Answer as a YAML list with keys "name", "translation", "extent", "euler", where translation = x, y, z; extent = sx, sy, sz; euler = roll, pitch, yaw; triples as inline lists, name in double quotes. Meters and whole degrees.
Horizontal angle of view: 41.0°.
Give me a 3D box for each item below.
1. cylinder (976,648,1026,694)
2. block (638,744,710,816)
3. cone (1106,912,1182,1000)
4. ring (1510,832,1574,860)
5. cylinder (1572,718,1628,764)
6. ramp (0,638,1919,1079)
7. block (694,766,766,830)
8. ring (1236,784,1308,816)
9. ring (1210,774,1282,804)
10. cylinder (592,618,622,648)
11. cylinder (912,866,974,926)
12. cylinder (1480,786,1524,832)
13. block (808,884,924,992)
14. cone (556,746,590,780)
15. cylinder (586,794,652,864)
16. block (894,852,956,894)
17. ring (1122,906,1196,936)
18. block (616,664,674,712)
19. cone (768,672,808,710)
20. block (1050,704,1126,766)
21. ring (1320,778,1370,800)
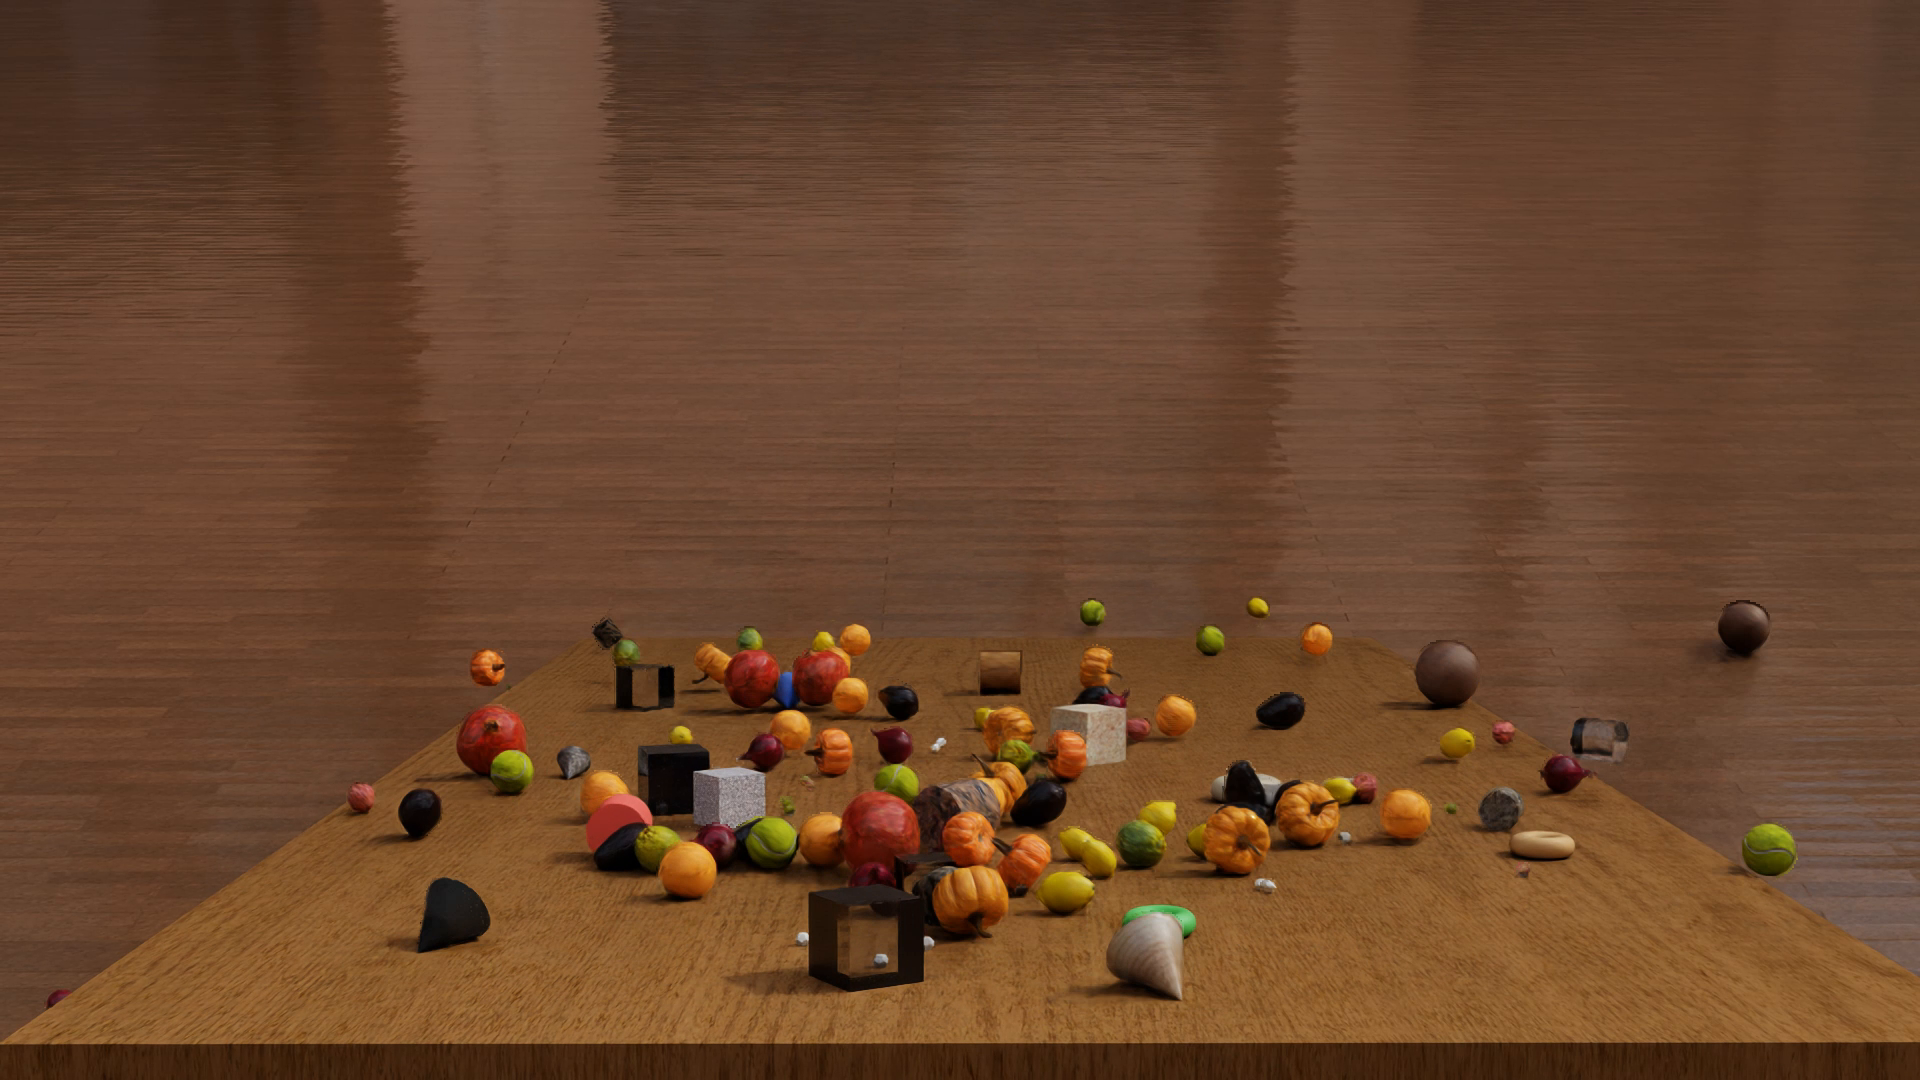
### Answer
- name: "cylinder"
  translation: [0.086, 0.276, 5.375]
  extent: [0.084, 0.084, 0.084]
  euler: [-11, 17, 16]
- name: "block"
  translation: [-0.436, 0.364, 3.911]
  extent: [0.093, 0.093, 0.093]
  euler: [-1, 4, -17]
- name: "cone"
  translation: [0.217, 0.463, 2.742]
  extent: [0.092, 0.092, 0.092]
  euler: [-8, 33, -21]
- name: "ring"
  translation: [0.800, 0.420, 3.531]
  extent: [0.089, 0.030, 0.089]
  euler: [0, 2, 0]
- name: "cylinder"
  translation: [1.146, 0.359, 4.599]
  extent: [0.076, 0.076, 0.076]
  euler: [4, 19, 37]
- name: "ramp"
  translation: [0.047, 0.422, 4.534]
  extent: [2.000, 0.100, 4.000]
  euler: [0, 4, 0]
- name: "block"
  translation: [-0.340, 0.381, 3.783]
  extent: [0.077, 0.077, 0.077]
  euler: [-3, 4, -35]
- name: "ring"
  translation: [0.472, 0.395, 3.890]
  extent: [0.107, 0.036, 0.107]
  euler: [-1, 4, 0]
- name: "ring"
  translation: [0.446, 0.388, 3.991]
  extent: [0.112, 0.037, 0.112]
  euler: [-1, 4, 0]
- name: "cylinder"
  translation: [-0.848, 0.226, 6.182]
  extent: [0.053, 0.053, 0.053]
  euler: [-36, 11, 8]
- name: "cylinder"
  translation: [-0.021, 0.430, 3.104]
  extent: [0.062, 0.062, 0.062]
  euler: [5, 5, 14]
- name: "cylinder"
  translation: [0.790, 0.392, 3.746]
  extent: [0.057, 0.057, 0.057]
  euler: [7, 6, 20]
- name: "block"
  translation: [-0.103, 0.434, 2.806]
  extent: [0.092, 0.092, 0.092]
  euler: [-2, 4, -31]
- name: "cone"
  translation: [-0.641, 0.379, 4.227]
  extent: [0.057, 0.057, 0.057]
  euler: [1, 33, 2]
- name: "cylinder"
  translation: [-0.466, 0.395, 3.517]
  extent: [0.082, 0.082, 0.082]
  euler: [0, 4, -1]
- name: "block"
  translation: [-0.044, 0.425, 3.175]
  extent: [0.064, 0.064, 0.064]
  euler: [-1, 4, -13]
- name: "ring"
  translation: [0.235, 0.452, 3.031]
  extent: [0.087, 0.029, 0.087]
  euler: [-1, 4, 0]
- name: "block"
  translation: [-0.629, 0.294, 5.132]
  extent: [0.083, 0.083, 0.083]
  euler: [3, 5, 39]
- name: "cone"
  translation: [-0.342, 0.318, 5.126]
  extent: [0.078, 0.078, 0.078]
  euler: [-1, 30, -4]
- name: "block"
  translation: [0.220, 0.334, 4.417]
  extent: [0.091, 0.091, 0.091]
  euler: [-3, 5, -41]
- name: "ring"
  translation: [0.603, 0.391, 4.026]
  extent: [0.077, 0.026, 0.077]
  euler: [-1, 4, 0]
